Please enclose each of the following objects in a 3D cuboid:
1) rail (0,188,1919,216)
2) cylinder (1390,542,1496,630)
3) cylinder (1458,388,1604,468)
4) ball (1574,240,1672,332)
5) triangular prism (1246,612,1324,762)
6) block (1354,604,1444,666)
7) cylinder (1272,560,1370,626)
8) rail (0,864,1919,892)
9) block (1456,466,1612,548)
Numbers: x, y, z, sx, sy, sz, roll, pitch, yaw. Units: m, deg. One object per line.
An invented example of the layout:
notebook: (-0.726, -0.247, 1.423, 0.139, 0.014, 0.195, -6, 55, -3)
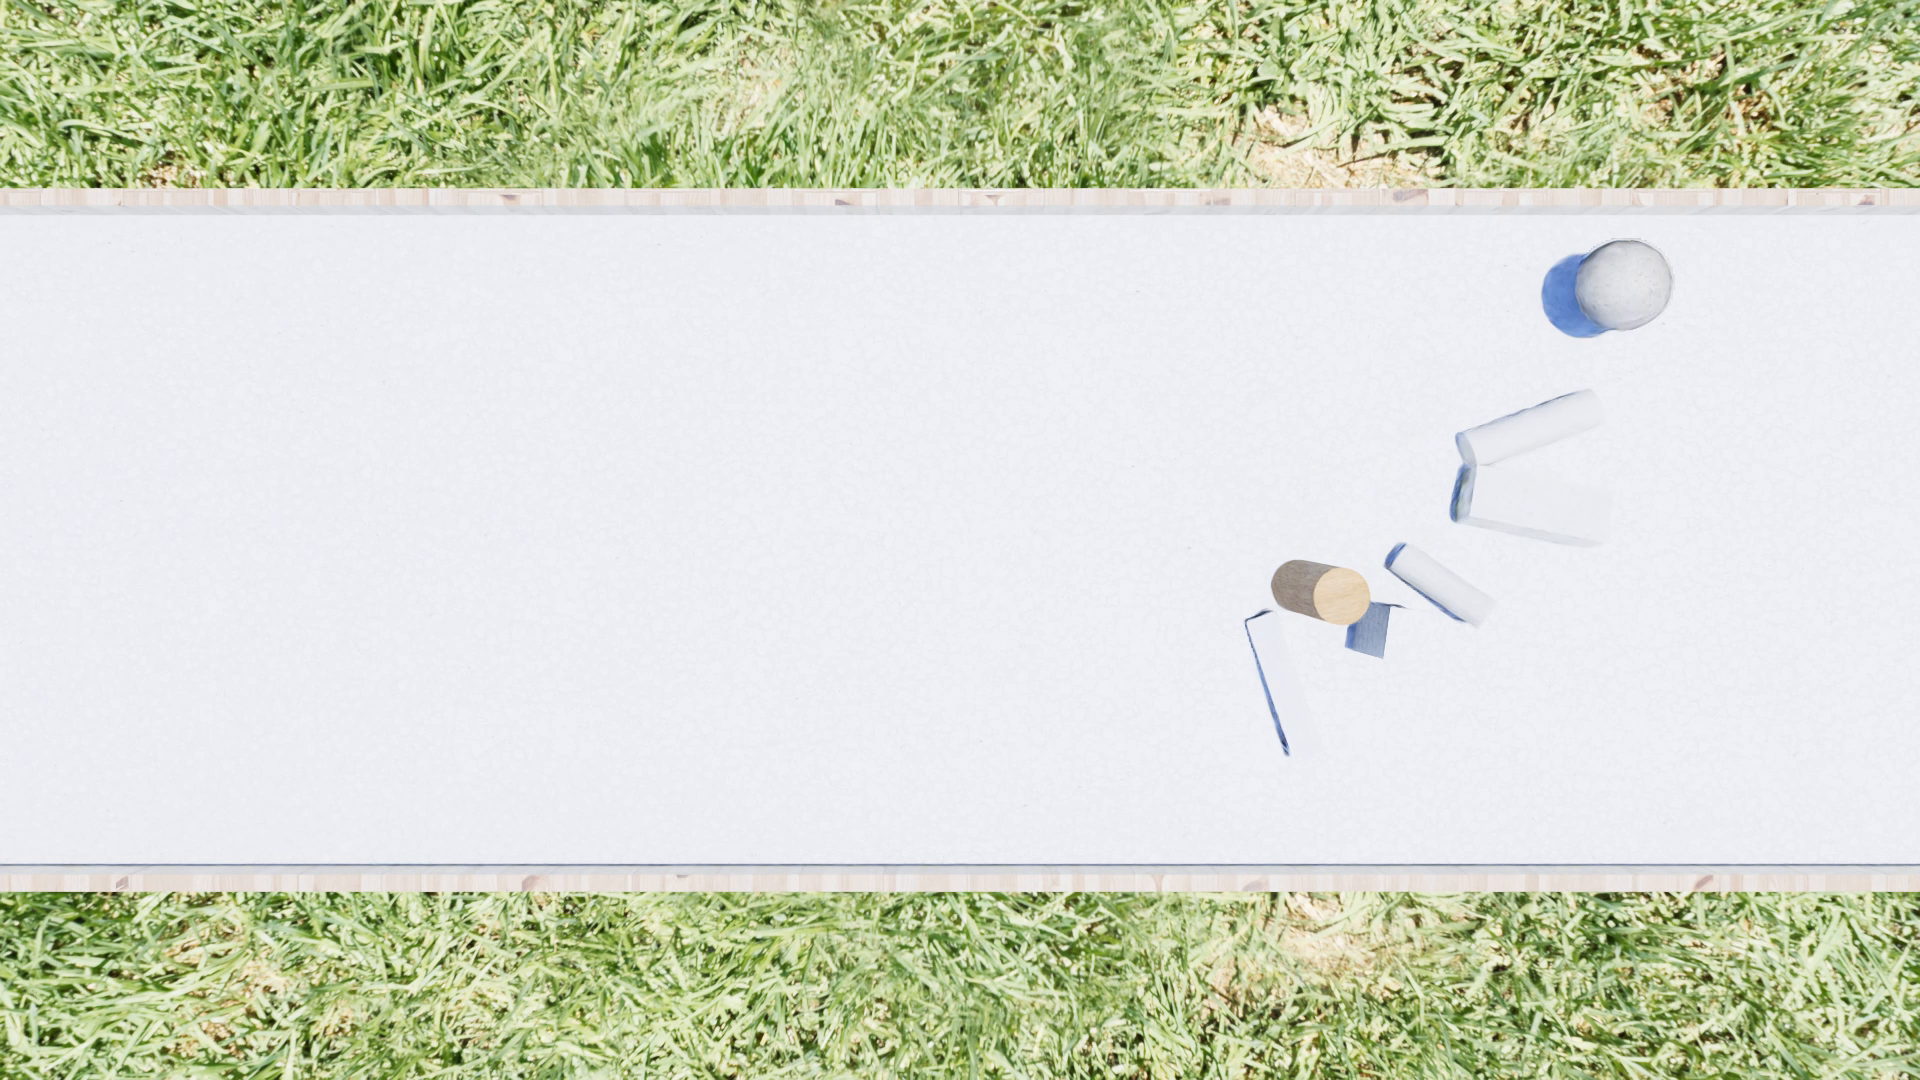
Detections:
rail: (-2.247, -1.025, 5.002, 12.000, 0.150, 0.050, 0, 90, 0)
cylinder: (1.460, 0.137, 4.985, 0.311, 0.102, 0.102, 37, 90, 16)
cylinder: (1.736, -0.335, 5.016, 0.408, 0.121, 0.121, -20, 90, 0)
ball: (1.940, -0.744, 4.823, 0.266, 0.266, 0.266, 0, 90, 0)
triangular prism: (1.001, 0.435, 4.978, 0.107, 0.092, 0.445, -14, 80, -19)
block: (1.295, 0.276, 4.894, 0.152, 0.365, 0.152, 8, 90, 0)
cylinder: (1.054, 0.149, 4.846, 0.162, 0.450, 0.162, 0, 92, -4)
rail: (-2.247, 1.025, 5.001, 12.000, 0.150, 0.050, 0, 90, 0)
block: (1.729, -0.099, 4.981, 0.404, 0.156, 0.156, 11, 83, 3)
